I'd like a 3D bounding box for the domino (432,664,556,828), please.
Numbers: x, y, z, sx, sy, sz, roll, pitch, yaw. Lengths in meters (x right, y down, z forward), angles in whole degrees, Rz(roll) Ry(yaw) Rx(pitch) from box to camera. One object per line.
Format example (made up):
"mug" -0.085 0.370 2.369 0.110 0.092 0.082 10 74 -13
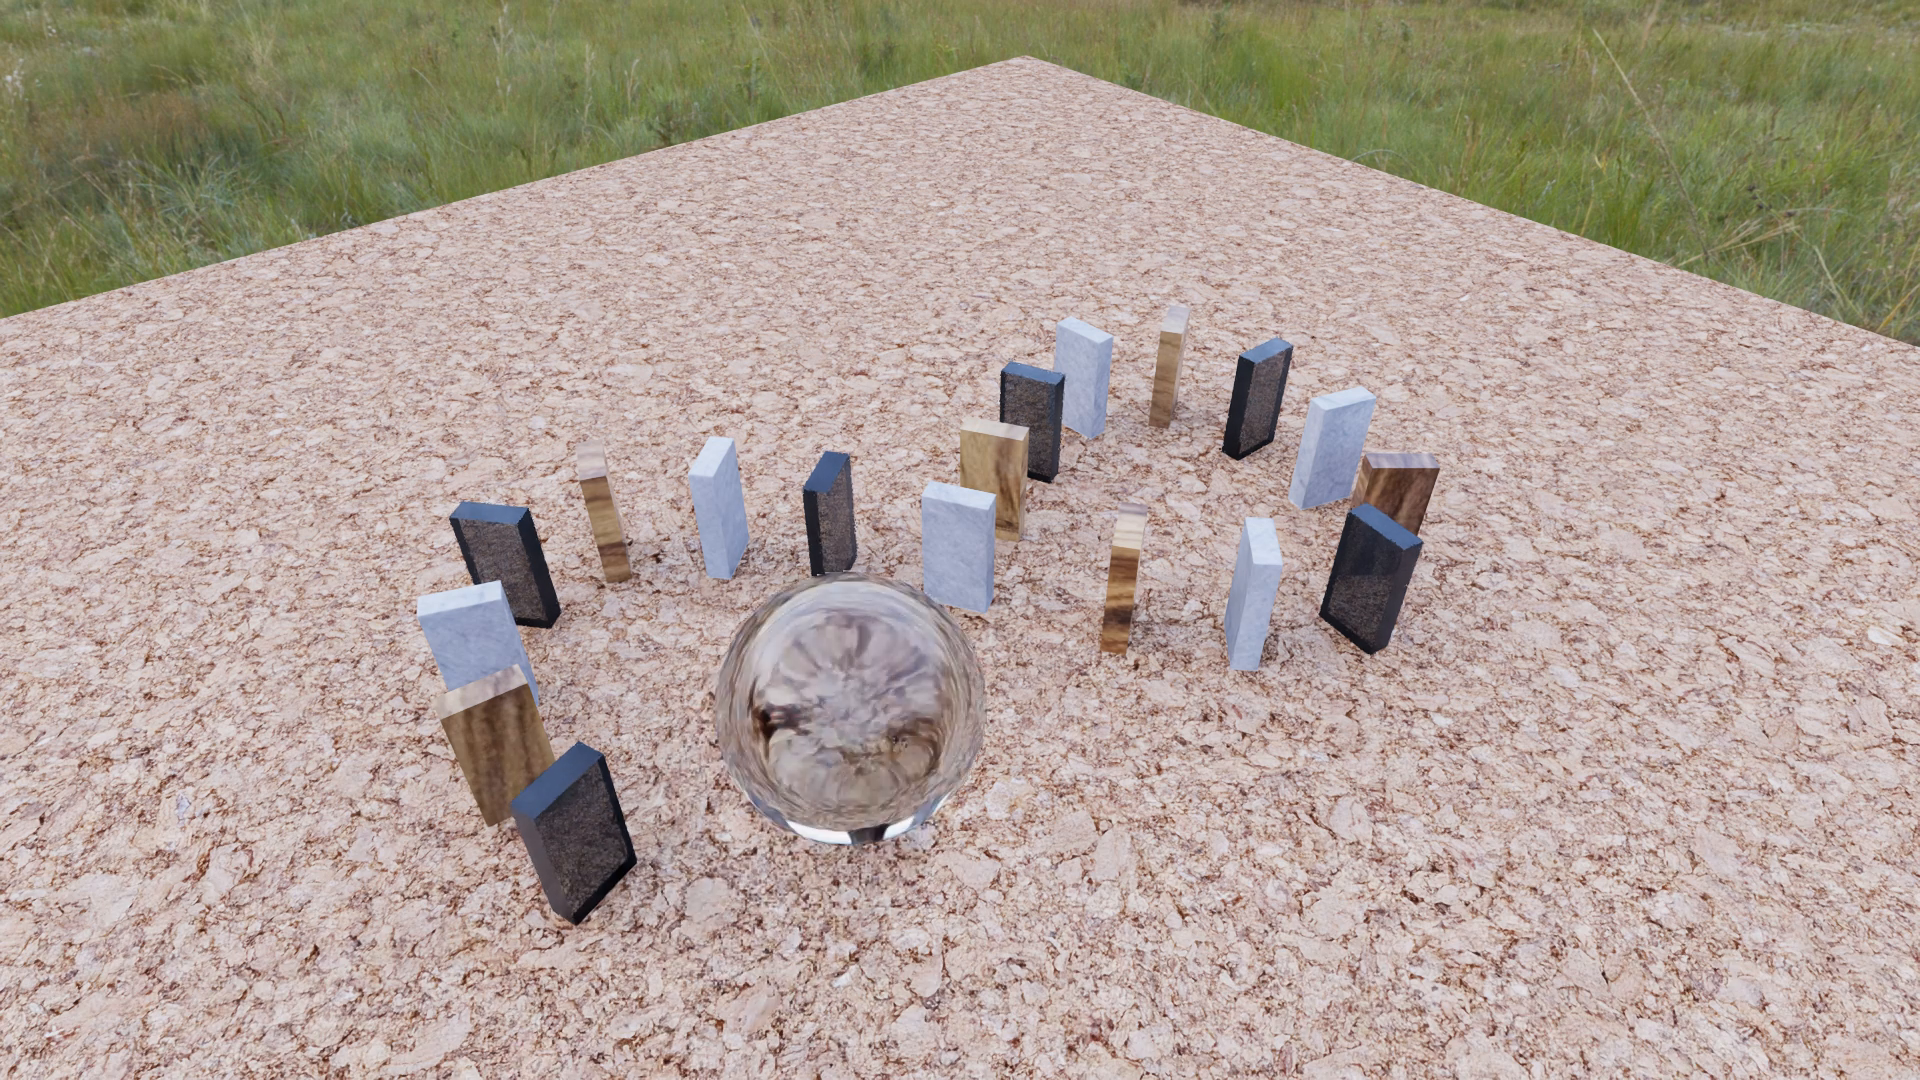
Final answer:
"domino" -0.139 0.063 0.334 0.025 0.050 0.009 -24 45 -26

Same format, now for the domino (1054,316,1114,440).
"domino" 0.055 -0.074 0.501 0.010 0.050 0.025 -31 49 -32

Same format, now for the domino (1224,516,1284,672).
"domino" 0.103 0.019 0.388 0.009 0.050 0.025 3 39 4

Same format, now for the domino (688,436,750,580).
"domino" -0.093 -0.012 0.426 0.009 0.050 0.025 6 40 7

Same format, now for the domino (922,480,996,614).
"domino" 0.000 0.003 0.407 0.025 0.050 0.009 12 41 15

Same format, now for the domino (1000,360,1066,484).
"domino" 0.030 -0.050 0.473 0.025 0.050 0.010 18 43 21

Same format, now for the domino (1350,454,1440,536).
"domino" 0.164 -0.010 0.424 0.025 0.050 0.009 0 39 0

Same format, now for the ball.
"ball" -0.032 0.049 0.327 0.080 0.080 0.080 0 39 0

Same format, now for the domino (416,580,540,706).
"domino" -0.159 0.038 0.365 0.025 0.050 0.009 -12 41 -14

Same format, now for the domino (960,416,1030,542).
"domino" 0.013 -0.024 0.440 0.025 0.050 0.009 12 41 14

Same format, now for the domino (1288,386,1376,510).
"domino" 0.154 -0.038 0.457 0.025 0.050 0.009 -15 42 -17

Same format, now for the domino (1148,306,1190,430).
"domino" 0.097 -0.080 0.509 0.009 0.050 0.025 12 41 14

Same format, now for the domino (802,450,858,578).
"domino" -0.049 -0.006 0.419 0.010 0.050 0.025 9 40 11

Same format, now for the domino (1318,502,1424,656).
"domino" 0.146 0.014 0.394 0.009 0.050 0.025 -21 44 -23

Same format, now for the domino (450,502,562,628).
"domino" -0.164 0.010 0.400 0.025 0.050 0.009 6 40 7

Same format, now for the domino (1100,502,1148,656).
"domino" 0.059 0.014 0.394 0.009 0.050 0.025 9 40 10

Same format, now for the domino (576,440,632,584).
"domino" -0.137 -0.011 0.425 0.009 0.050 0.025 -12 41 -14

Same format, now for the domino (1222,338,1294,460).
"domino" 0.132 -0.062 0.487 0.025 0.050 0.009 -27 47 -29

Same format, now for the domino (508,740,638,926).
"domino" -0.108 0.083 0.310 0.009 0.050 0.025 20 44 23
